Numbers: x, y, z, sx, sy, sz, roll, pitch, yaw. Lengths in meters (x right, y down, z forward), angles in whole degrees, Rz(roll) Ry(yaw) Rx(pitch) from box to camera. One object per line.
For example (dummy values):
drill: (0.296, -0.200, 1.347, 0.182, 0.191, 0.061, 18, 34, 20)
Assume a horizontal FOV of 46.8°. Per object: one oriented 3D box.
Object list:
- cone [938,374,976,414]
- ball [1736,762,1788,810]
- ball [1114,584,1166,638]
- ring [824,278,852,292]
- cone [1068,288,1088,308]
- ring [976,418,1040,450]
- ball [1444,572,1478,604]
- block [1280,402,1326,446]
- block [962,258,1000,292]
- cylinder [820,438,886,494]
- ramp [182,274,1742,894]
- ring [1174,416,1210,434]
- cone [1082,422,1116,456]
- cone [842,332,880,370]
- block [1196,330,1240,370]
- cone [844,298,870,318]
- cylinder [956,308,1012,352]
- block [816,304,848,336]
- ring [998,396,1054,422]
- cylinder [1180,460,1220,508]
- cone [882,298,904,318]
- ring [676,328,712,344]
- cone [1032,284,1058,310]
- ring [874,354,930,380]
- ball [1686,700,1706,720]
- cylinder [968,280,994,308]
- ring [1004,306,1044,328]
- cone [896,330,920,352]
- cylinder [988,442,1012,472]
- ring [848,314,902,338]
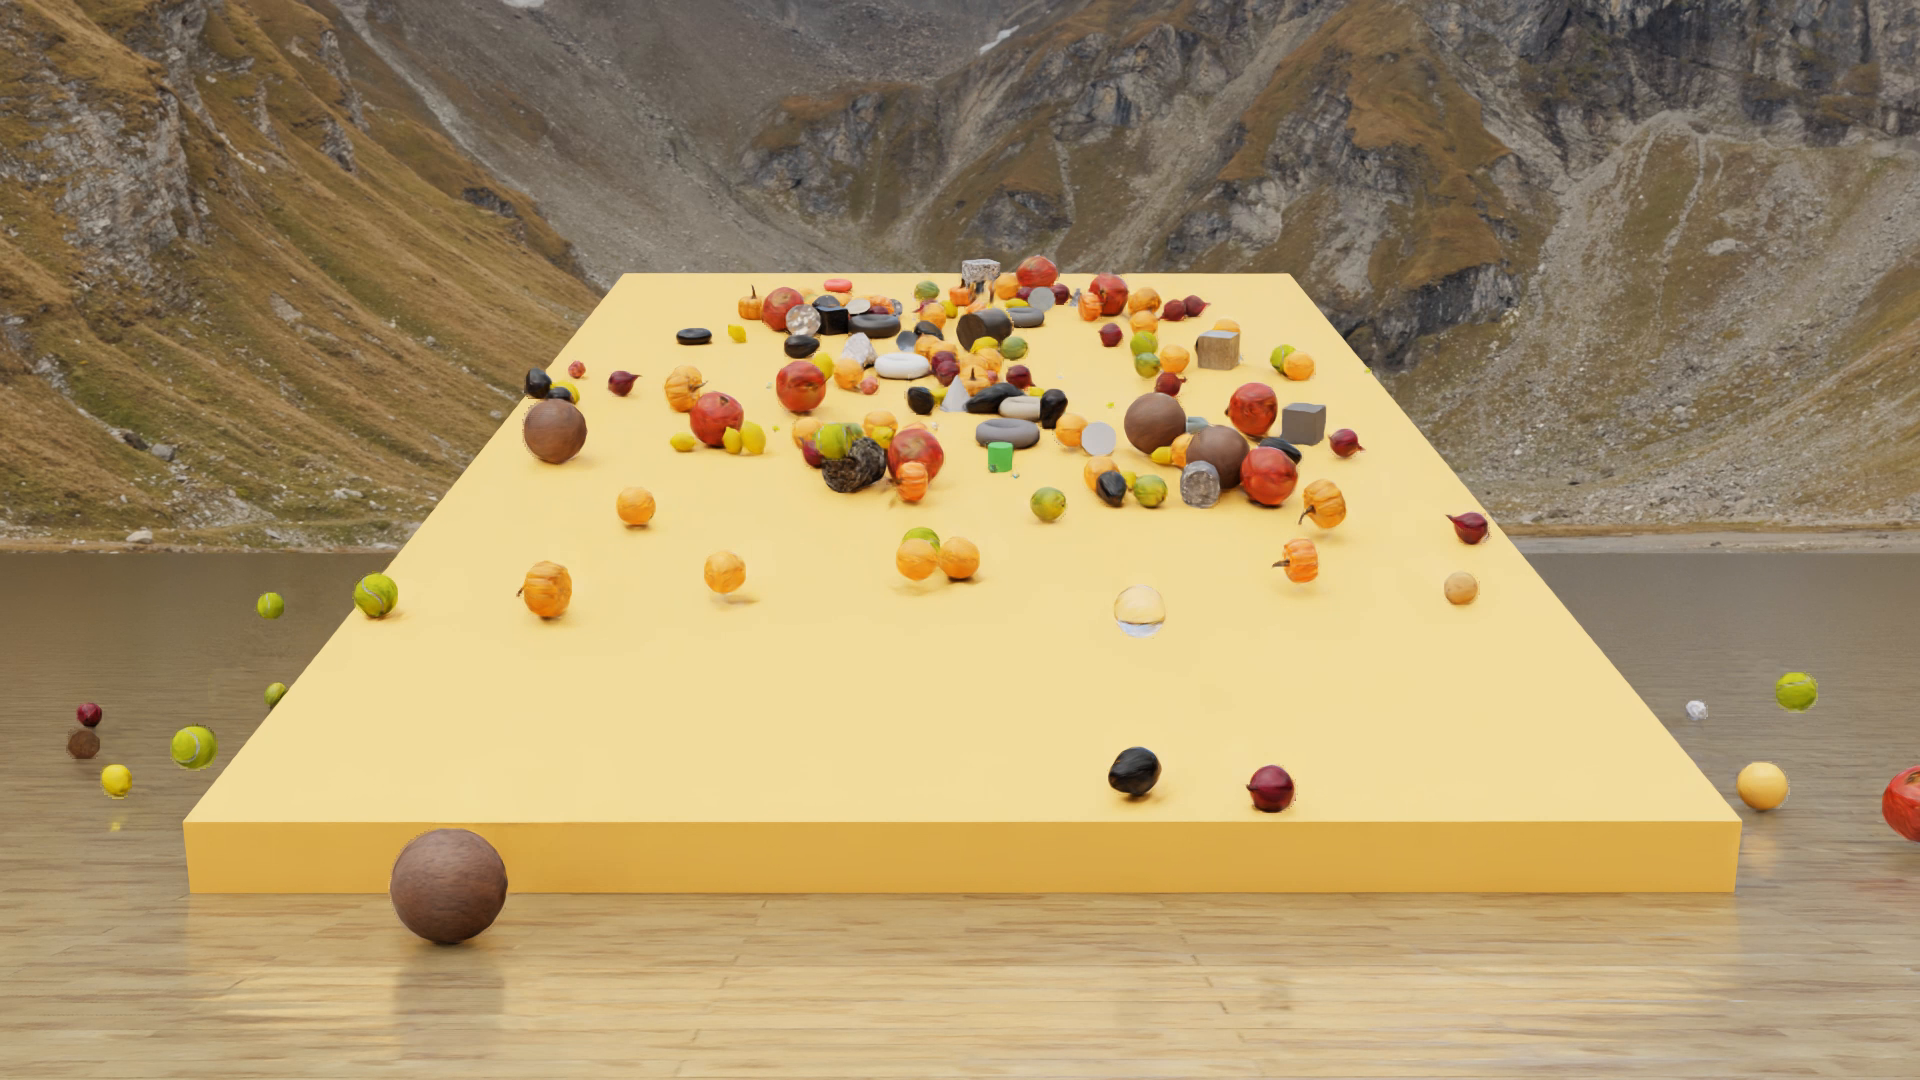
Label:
cone: (-0.006, -0.335, 4.996, 0.084, 0.084, 0.084, 0, 17, 0)
ball: (1.366, 0.419, 3.782, 0.082, 0.082, 0.082, 0, 0, 0)
ball: (0.285, 0.113, 3.519, 0.085, 0.085, 0.085, 0, 0, 0)
ring: (-0.352, -0.735, 6.410, 0.083, 0.028, 0.083, 0, 18, 0)
cone: (0.329, -0.679, 6.183, 0.054, 0.054, 0.054, 0, 17, 0)
ring: (0.101, -0.225, 4.701, 0.139, 0.046, 0.139, 0, 16, 0)
ball: (0.830, 0.080, 3.683, 0.055, 0.055, 0.055, 0, 0, 0)
block: (0.731, -0.247, 4.727, 0.073, 0.073, 0.073, 8, 19, 25)
block: (0.061, -0.759, 6.394, 0.083, 0.083, 0.083, -8, 19, -24)
cylinder: (-0.209, -0.147, 4.358, 0.092, 0.092, 0.092, 0, 15, 38)
ramp: (-0.003, -0.172, 4.775, 2.000, 0.100, 4.000, 0, 17, 0)
ring: (0.502, -0.249, 4.812, 0.079, 0.026, 0.079, -1, 18, 0)
cone: (0.287, -0.204, 4.651, 0.075, 0.075, 0.075, 0, -10, -3)
cone: (-0.221, -0.447, 5.433, 0.096, 0.096, 0.096, 0, -15, 45)
block: (0.632, -0.464, 5.428, 0.081, 0.081, 0.081, 8, 18, 24)
cone: (-0.265, -0.589, 5.869, 0.069, 0.069, 0.069, -7, 41, 6)
cylinder: (0.061, -0.532, 5.618, 0.099, 0.099, 0.099, 0, 13, 41)
block: (-0.338, -0.575, 5.816, 0.066, 0.066, 0.066, -11, 20, -33)
ring: (0.147, -0.292, 4.930, 0.122, 0.041, 0.122, 0, 16, 0)
cylinder: (0.460, -0.106, 4.256, 0.075, 0.075, 0.075, 0, 17, 6)
cone: (-0.180, -0.620, 6.034, 0.057, 0.057, 0.057, 0, -11, 4)
ring: (-0.684, -0.523, 5.704, 0.094, 0.031, 0.094, -1, 16, 0)
cone: (0.228, -0.655, 6.139, 0.074, 0.074, 0.074, 0, -27, -7)
ring: (-0.139, -0.418, 5.338, 0.134, 0.045, 0.134, 1, 17, 0)
ball: (1.898, 0.440, 5.728, 0.052, 0.052, 0.052, 0, 0, 0)
cylinder: (0.059, -0.680, 6.141, 0.066, 0.066, 0.066, -7, 5, 1)
ring: (0.167, -0.595, 5.928, 0.120, 0.040, 0.120, -1, 18, 0)
cone: (-0.134, -0.495, 5.622, 0.058, 0.058, 0.058, 0, -10, -6)
cylinder: (0.082, -0.168, 4.504, 0.051, 0.051, 0.051, 0, 17, 0)
ring: (-0.223, -0.558, 5.796, 0.141, 0.047, 0.141, 1, 16, 0)
